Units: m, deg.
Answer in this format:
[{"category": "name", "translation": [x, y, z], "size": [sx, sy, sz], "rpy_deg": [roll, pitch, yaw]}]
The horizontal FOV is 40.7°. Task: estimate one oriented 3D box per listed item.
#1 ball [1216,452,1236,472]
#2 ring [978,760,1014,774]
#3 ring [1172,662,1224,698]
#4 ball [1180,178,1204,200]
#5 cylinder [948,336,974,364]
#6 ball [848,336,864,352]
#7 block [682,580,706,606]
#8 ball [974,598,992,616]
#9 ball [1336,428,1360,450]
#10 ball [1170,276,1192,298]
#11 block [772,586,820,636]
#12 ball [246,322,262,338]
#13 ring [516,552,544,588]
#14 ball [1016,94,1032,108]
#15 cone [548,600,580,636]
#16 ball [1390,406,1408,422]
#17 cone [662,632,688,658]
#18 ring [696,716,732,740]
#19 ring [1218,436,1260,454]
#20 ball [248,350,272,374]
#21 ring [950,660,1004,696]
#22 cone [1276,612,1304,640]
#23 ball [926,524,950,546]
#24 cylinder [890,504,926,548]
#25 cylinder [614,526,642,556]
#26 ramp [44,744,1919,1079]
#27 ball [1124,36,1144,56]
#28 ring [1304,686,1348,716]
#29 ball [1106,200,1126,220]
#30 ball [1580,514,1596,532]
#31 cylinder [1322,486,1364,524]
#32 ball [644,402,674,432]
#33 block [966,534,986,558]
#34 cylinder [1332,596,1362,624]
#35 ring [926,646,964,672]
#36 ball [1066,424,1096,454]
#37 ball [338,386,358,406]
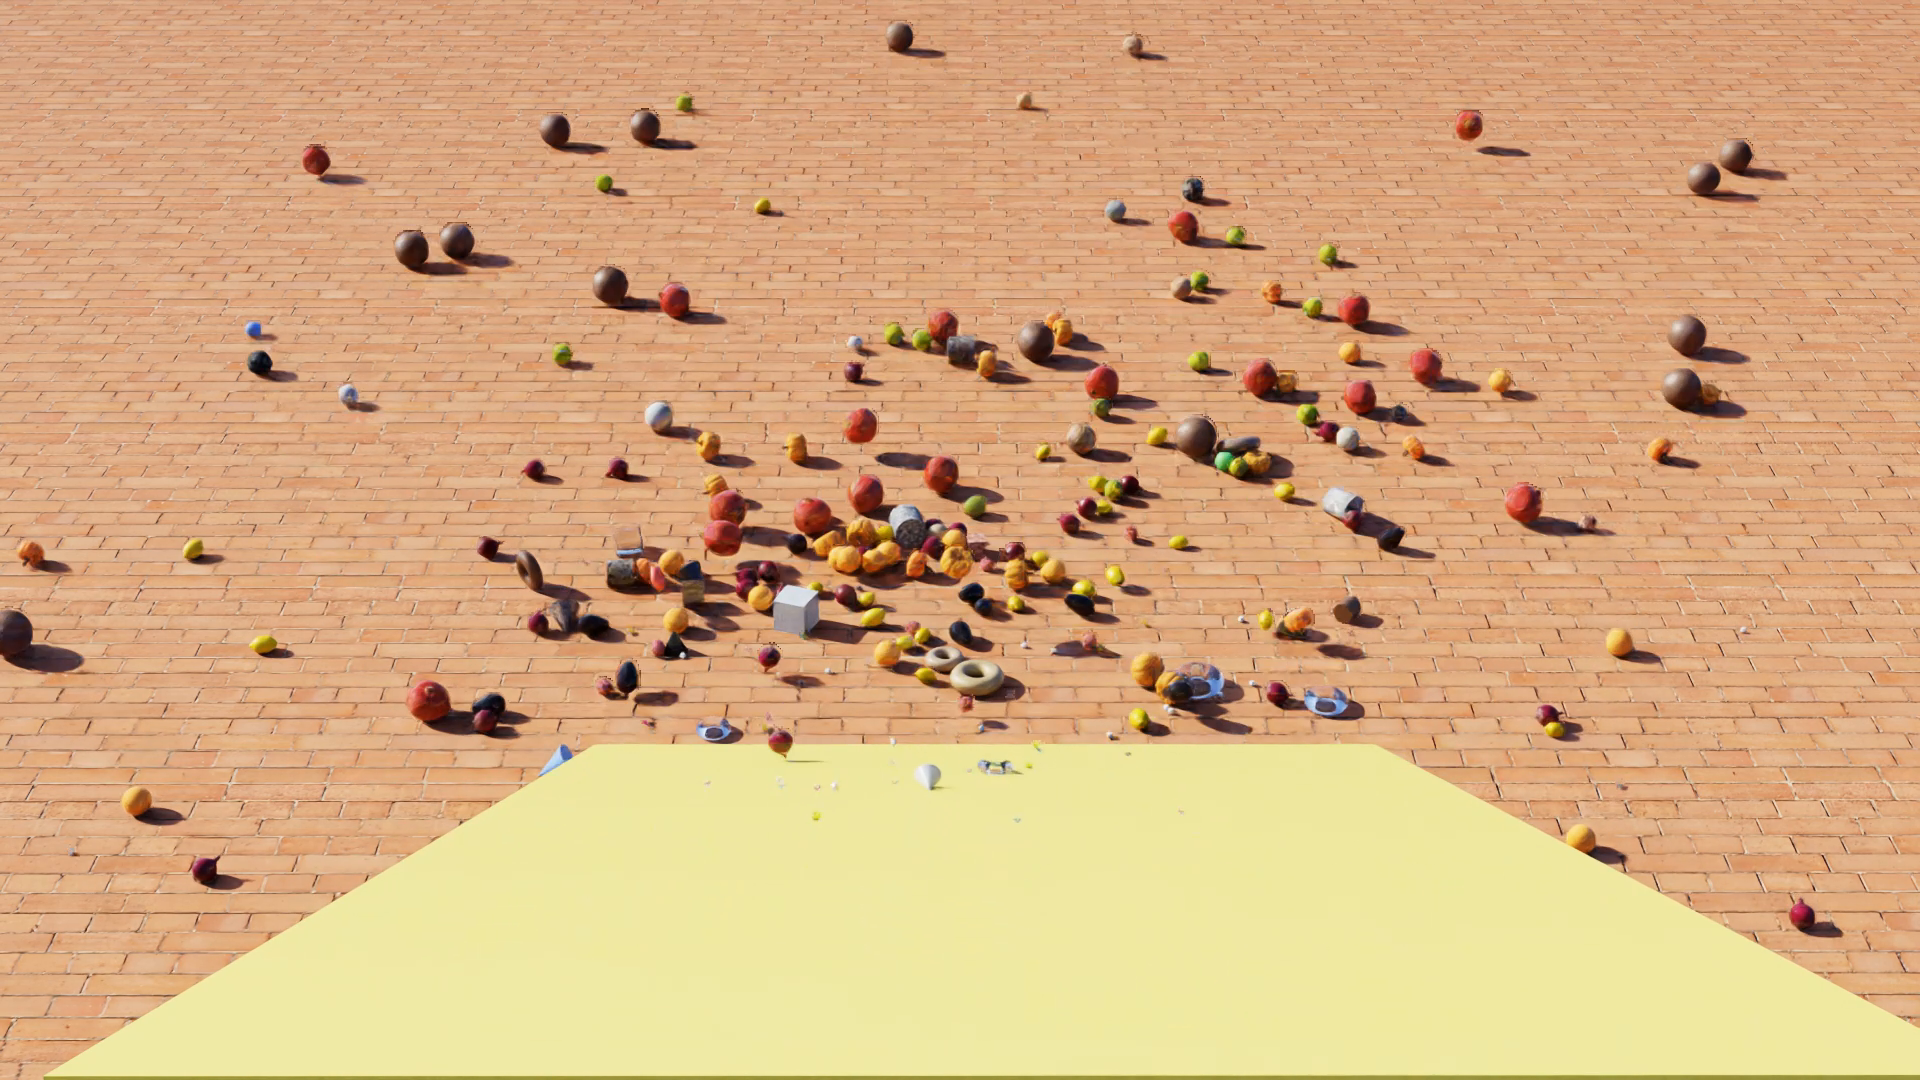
[{"category": "ball", "translation": [0.834, -0.247, 8.133], "size": [0.063, 0.063, 0.063], "rpy_deg": [0, 29, 0]}, {"category": "ring", "translation": [0.080, 0.515, 5.871], "size": [0.083, 0.028, 0.083], "rpy_deg": [1, 0, 0]}, {"category": "ring", "translation": [0.646, 0.381, 7.023], "size": [0.144, 0.048, 0.144], "rpy_deg": [-1, 30, 0]}, {"category": "ball", "translation": [0.911, -1.375, 10.132], "size": [0.089, 0.089, 0.089], "rpy_deg": [0, 29, 0]}, {"category": "cylinder", "translation": [0.003, -0.649, 8.828], "size": [0.089, 0.089, 0.089], "rpy_deg": [-1, 29, -1]}, {"category": "ball", "translation": [-0.360, -0.676, 8.912], "size": [0.056, 0.056, 0.056], "rpy_deg": [0, 29, 0]}, {"category": "block", "translation": [-0.762, 0.152, 7.390], "size": [0.062, 0.062, 0.062], "rpy_deg": [-2, -12, -3]}, {"category": "ball", "translation": [0.067, 0.191, 7.361], "size": [0.050, 0.050, 0.050], "rpy_deg": [0, 29, 0]}, {"category": "ball", "translation": [1.238, -0.322, 8.255], "size": [0.076, 0.076, 0.076], "rpy_deg": [0, 29, 0]}, {"category": "ball", "translation": [0.795, -0.907, 9.303], "size": [0.079, 0.079, 0.079], "rpy_deg": [0, 29, 0]}, {"category": "block", "translation": [-0.462, 0.199, 7.297], "size": [0.096, 0.096, 0.096], "rpy_deg": [11, 31, 19]}, {"category": "ball", "translation": [-2.466, -0.735, 9.019], "size": [0.053, 0.053, 0.053], "rpy_deg": [0, 29, 0]}, {"category": "ring", "translation": [-1.245, 0.089, 7.480], "size": [0.038, 0.115, 0.115], "rpy_deg": [-27, 38, -29]}, {"category": "ball", "translation": [0.275, -1.878, 11.061], "size": [0.066, 0.066, 0.066], "rpy_deg": [0, 29, 0]}, {"category": "cone", "translation": [-1.113, 0.231, 7.299], "size": [0.091, 0.091, 0.091], "rpy_deg": [-5, 56, -10]}, {"category": "ball", "translation": [1.432, -0.412, 8.438], "size": [0.055, 0.055, 0.055], "rpy_deg": [0, 29, 0]}, {"category": "cone", "translation": [-0.793, 0.279, 7.183], "size": [0.069, 0.069, 0.069], "rpy_deg": [0, 29, 0]}, {"category": "ring", "translation": [-0.651, 0.497, 6.831], "size": [0.092, 0.031, 0.092], "rpy_deg": [1, 30, -1]}, {"category": "ring", "translation": [0.885, -0.302, 8.204], "size": [0.141, 0.047, 0.141], "rpy_deg": [-7, 1, 0]}, {"category": "ball", "translation": [-2.370, -0.600, 8.748], "size": [0.082, 0.082, 0.082], "rpy_deg": [0, 29, 0]}, {"category": "ring", "translation": [0.046, 0.374, 7.032], "size": [0.148, 0.049, 0.148], "rpy_deg": [0, 28, 0]}, {"category": "cone", "translation": [0.941, 0.255, 7.261], "size": [0.079, 0.079, 0.079], "rpy_deg": [45, 46, 17]}, {"category": "ball", "translation": [-0.066, -0.015, 7.712], "size": [0.068, 0.068, 0.068], "rpy_deg": [0, 29, 0]}, {"category": "cylinder", "translation": [-0.156, -0.043, 7.733], "size": [0.096, 0.096, 0.096], "rpy_deg": [-6, 30, -11]}, {"category": "cylinder", "translation": [-0.985, 0.004, 7.669], "size": [0.077, 0.077, 0.077], "rpy_deg": [-7, 30, -13]}, {"category": "ramp", "translation": [0.065, 0.585, 4.633], "size": [2.000, 0.100, 4.000], "rpy_deg": [0, 0, 0]}, {"category": "ball", "translation": [0.782, -2.233, 11.673], "size": [0.090, 0.090, 0.090], "rpy_deg": [0, 29, 0]}, {"category": "ring", "translation": [0.983, 0.430, 6.941], "size": [0.119, 0.040, 0.119], "rpy_deg": [1, 28, -1]}, {"category": "ball", "translation": [0.599, -1.269, 9.951], "size": [0.080, 0.080, 0.080], "rpy_deg": [0, 29, 0]}, {"category": "ball", "translation": [1.893, -0.052, 7.795], "size": [0.051, 0.051, 0.051], "rpy_deg": [0, 29, 0]}, {"category": "cylinder", "translation": [1.163, -0.106, 7.856], "size": [0.087, 0.087, 0.087], "rpy_deg": [-24, 37, -36]}, {"category": "ball", "translation": [-0.975, -0.399, 8.376], "size": [0.093, 0.093, 0.093], "rpy_deg": [0, 29, 0]}, {"category": "block", "translation": [0.047, 0.017, 7.668], "size": [0.054, 0.054, 0.054], "rpy_deg": [-3, 29, -5]}, {"category": "cylinder", "translation": [1.099, 0.197, 7.339], "size": [0.060, 0.060, 0.060], "rpy_deg": [18, 34, 30]}, {"category": "ring", "translation": [-0.042, 0.328, 7.129], "size": [0.107, 0.036, 0.107], "rpy_deg": [-1, 28, 0]}, {"category": "ball", "translation": [0.385, -0.322, 8.233], "size": [0.097, 0.097, 0.097], "rpy_deg": [0, 29, 0]}, {"category": "ball", "translation": [-2.021, -0.478, 8.543], "size": [0.068, 0.068, 0.068], "rpy_deg": [0, 29, 0]}]
